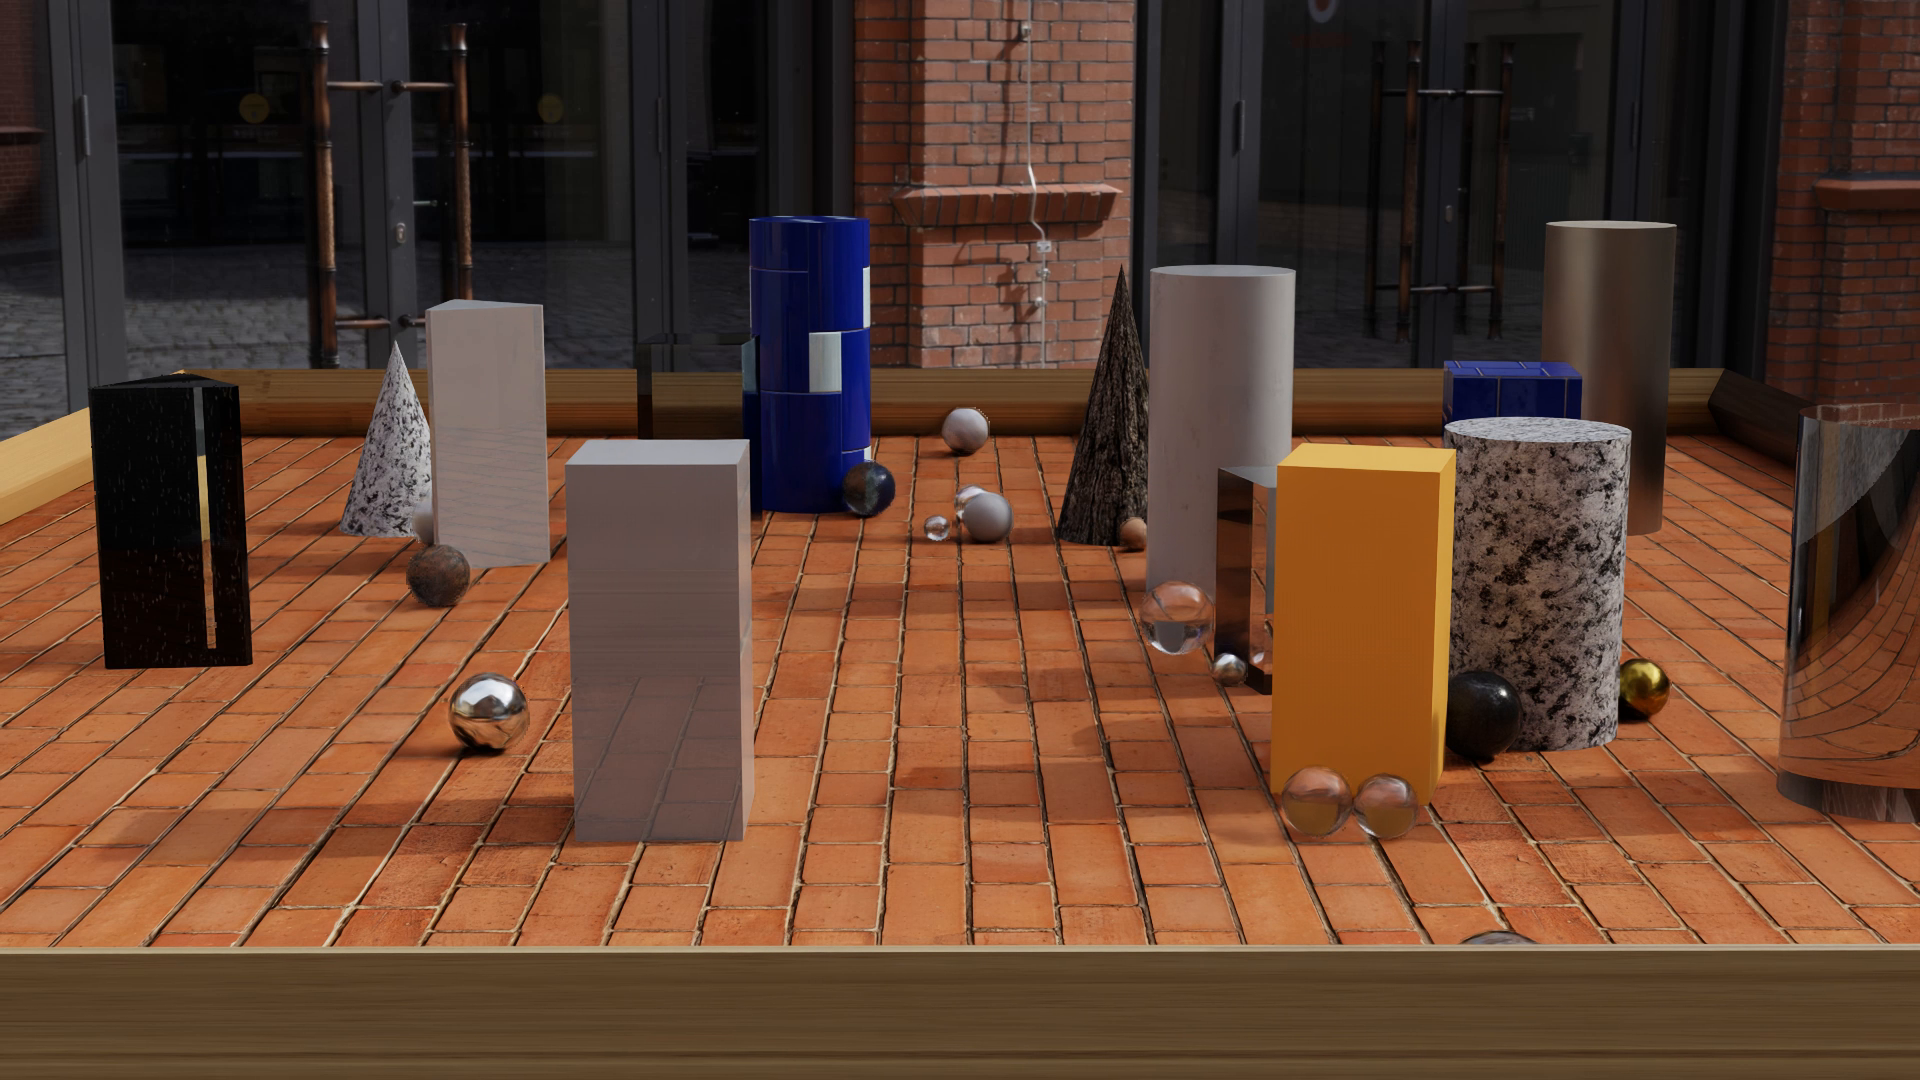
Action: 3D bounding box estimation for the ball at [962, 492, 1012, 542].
[{"bbox_3d":[0.043,-0.036,3.972,0.078,0.078,0.078,0,10,0],"label":"ball"}]

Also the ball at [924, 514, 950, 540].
[{"bbox_3d":[-0.036,-0.019,3.981,0.041,0.041,0.041,0,10,0],"label":"ball"}]

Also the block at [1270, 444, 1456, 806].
[{"bbox_3d":[0.413,0.082,2.625,0.159,0.336,0.159,3,11,16],"label":"block"}]

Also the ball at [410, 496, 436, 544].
[{"bbox_3d":[-0.805,-0.031,3.945,0.077,0.077,0.077,0,10,0],"label":"ball"}]

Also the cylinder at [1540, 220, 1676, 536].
[{"bbox_3d":[1.023,-0.260,4.076,0.199,0.480,0.199,0,10,0],"label":"cylinder"}]

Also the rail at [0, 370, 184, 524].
[{"bbox_3d":[-1.515,0.035,3.440,0.045,0.129,3.412,0,10,0],"label":"rail"}]

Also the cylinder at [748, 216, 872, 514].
[{"bbox_3d":[-0.249,-0.296,4.281,0.199,0.476,0.199,0,10,0],"label":"cylinder"}]

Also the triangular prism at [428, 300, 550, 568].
[{"bbox_3d":[-0.720,-0.160,3.808,0.173,0.382,0.150,-5,12,-27],"label":"triangular prism"}]

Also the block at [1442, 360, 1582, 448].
[{"bbox_3d":[0.711,-0.053,3.340,0.159,0.342,0.159,1,11,6],"label":"block"}]

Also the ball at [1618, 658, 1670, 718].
[{"bbox_3d":[0.767,0.168,2.897,0.068,0.068,0.068,0,10,0],"label":"ball"}]

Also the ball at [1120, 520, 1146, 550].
[{"bbox_3d":[0.268,-0.008,3.907,0.047,0.047,0.047,0,10,0],"label":"ball"}]

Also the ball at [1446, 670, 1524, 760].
[{"bbox_3d":[0.551,0.185,2.727,0.095,0.095,0.095,0,10,0],"label":"ball"}]

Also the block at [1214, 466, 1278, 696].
[{"bbox_3d":[0.411,0.043,3.080,0.159,0.246,0.159,-3,11,-15],"label":"block"}]

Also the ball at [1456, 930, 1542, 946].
[{"bbox_3d":[0.398,0.338,1.890,0.100,0.100,0.100,0,10,0],"label":"ball"}]

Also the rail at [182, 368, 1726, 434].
[{"bbox_3d":[-0.010,-0.273,5.103,3.077,0.129,0.045,0,10,0],"label":"rail"}]

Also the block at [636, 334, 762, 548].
[{"bbox_3d":[-0.397,-0.150,3.927,0.159,0.317,0.159,1,11,5],"label":"block"}]

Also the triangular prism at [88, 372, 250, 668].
[{"bbox_3d":[-0.968,-0.027,3.190,0.173,0.345,0.150,-1,11,-7],"label":"triangular prism"}]

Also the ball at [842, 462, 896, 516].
[{"bbox_3d":[-0.150,-0.084,4.202,0.089,0.089,0.089,0,10,0],"label":"ball"}]

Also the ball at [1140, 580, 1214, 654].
[{"bbox_3d":[0.272,0.097,3.209,0.094,0.094,0.094,0,10,0],"label":"ball"}]

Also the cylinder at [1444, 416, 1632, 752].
[{"bbox_3d":[0.630,0.044,2.827,0.199,0.336,0.199,0,10,0],"label":"cylinder"}]

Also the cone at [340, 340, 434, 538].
[{"bbox_3d":[-0.893,-0.170,4.083,0.199,0.301,0.199,0,10,0],"label":"cone"}]

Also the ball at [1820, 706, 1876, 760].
[{"bbox_3d":[0.943,0.205,2.726,0.057,0.057,0.057,0,10,0],"label":"ball"}]

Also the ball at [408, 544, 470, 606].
[{"bbox_3d":[-0.711,0.048,3.502,0.084,0.084,0.084,0,10,0],"label":"ball"}]

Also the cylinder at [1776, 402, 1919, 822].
[{"bbox_3d":[0.931,0.068,2.563,0.199,0.386,0.199,0,10,0],"label":"cylinder"}]

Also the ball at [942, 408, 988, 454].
[{"bbox_3d":[0.010,-0.207,4.870,0.088,0.088,0.088,0,10,0],"label":"ball"}]

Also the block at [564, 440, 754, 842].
[{"bbox_3d":[-0.287,0.094,2.486,0.159,0.363,0.159,0,10,-1],"label":"block"}]

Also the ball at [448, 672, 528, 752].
[{"bbox_3d":[-0.506,0.185,2.754,0.085,0.085,0.085,0,10,0],"label":"ball"}]

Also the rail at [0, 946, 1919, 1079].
[{"bbox_3d":[0.010,0.339,1.794,3.077,0.129,0.045,0,10,0],"label":"rail"}]

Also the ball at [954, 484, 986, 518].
[{"bbox_3d":[0.020,-0.059,4.143,0.061,0.061,0.061,0,10,0],"label":"ball"}]

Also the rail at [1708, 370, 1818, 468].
[{"bbox_3d":[1.515,0.032,3.457,0.045,0.129,3.412,0,10,0],"label":"rail"}]

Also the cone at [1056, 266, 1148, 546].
[{"bbox_3d":[0.250,-0.218,3.997,0.199,0.427,0.199,0,10,0],"label":"cone"}]

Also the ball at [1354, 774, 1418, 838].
[{"bbox_3d":[0.407,0.254,2.449,0.062,0.062,0.062,0,10,0],"label":"ball"}]

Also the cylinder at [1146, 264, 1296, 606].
[{"bbox_3d":[0.361,-0.150,3.565,0.199,0.449,0.199,0,10,0],"label":"cylinder"}]

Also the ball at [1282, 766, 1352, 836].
[{"bbox_3d":[0.342,0.250,2.455,0.068,0.068,0.068,0,10,0],"label":"ball"}]

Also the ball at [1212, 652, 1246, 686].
[{"bbox_3d":[0.319,0.153,3.050,0.041,0.041,0.041,0,10,0],"label":"ball"}]
